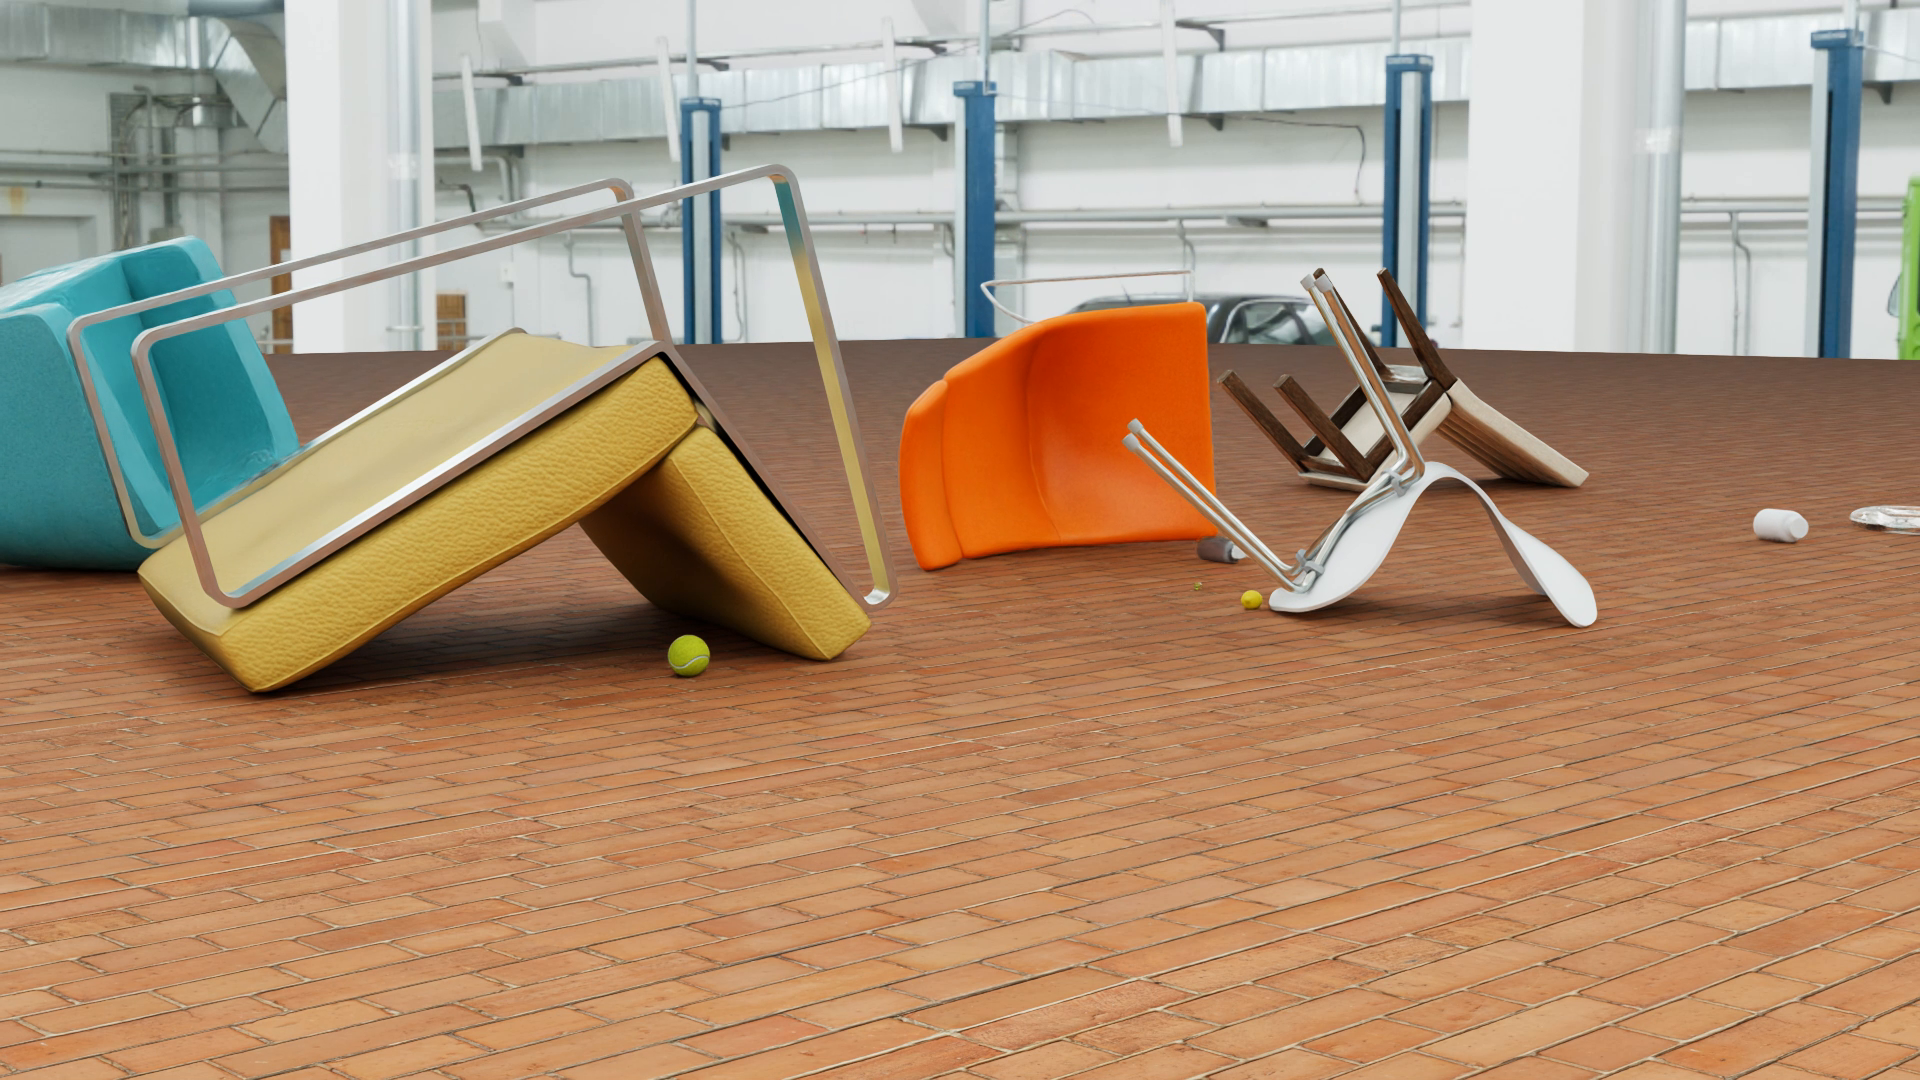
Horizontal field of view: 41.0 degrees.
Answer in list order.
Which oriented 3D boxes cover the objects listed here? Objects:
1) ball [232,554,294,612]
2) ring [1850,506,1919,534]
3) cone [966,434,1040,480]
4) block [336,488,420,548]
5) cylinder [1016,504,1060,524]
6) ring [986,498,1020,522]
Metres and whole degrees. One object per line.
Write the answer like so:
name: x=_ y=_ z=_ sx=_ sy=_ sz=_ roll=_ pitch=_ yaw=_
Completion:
ball: x=-1.365 y=0.085 z=5.025 sx=0.116 sy=0.116 sz=0.116 roll=0 pitch=6 yaw=0
ring: x=2.465 y=-0.052 z=6.660 sx=0.258 sy=0.053 sz=0.363 roll=-2 pitch=6 yaw=-14
cone: x=0.097 y=-0.240 z=8.423 sx=0.260 sy=0.132 sz=0.337 roll=-3 pitch=16 yaw=18
block: x=-1.440 y=-0.055 z=6.345 sx=0.163 sy=0.124 sz=0.199 roll=-3 pitch=6 yaw=-23
cylinder: x=0.209 y=-0.070 z=6.875 sx=0.081 sy=0.044 sz=0.095 roll=5 pitch=7 yaw=29
ring: x=0.118 y=-0.079 z=6.905 sx=0.101 sy=0.057 sz=0.083 roll=-6 pitch=10 yaw=-34
